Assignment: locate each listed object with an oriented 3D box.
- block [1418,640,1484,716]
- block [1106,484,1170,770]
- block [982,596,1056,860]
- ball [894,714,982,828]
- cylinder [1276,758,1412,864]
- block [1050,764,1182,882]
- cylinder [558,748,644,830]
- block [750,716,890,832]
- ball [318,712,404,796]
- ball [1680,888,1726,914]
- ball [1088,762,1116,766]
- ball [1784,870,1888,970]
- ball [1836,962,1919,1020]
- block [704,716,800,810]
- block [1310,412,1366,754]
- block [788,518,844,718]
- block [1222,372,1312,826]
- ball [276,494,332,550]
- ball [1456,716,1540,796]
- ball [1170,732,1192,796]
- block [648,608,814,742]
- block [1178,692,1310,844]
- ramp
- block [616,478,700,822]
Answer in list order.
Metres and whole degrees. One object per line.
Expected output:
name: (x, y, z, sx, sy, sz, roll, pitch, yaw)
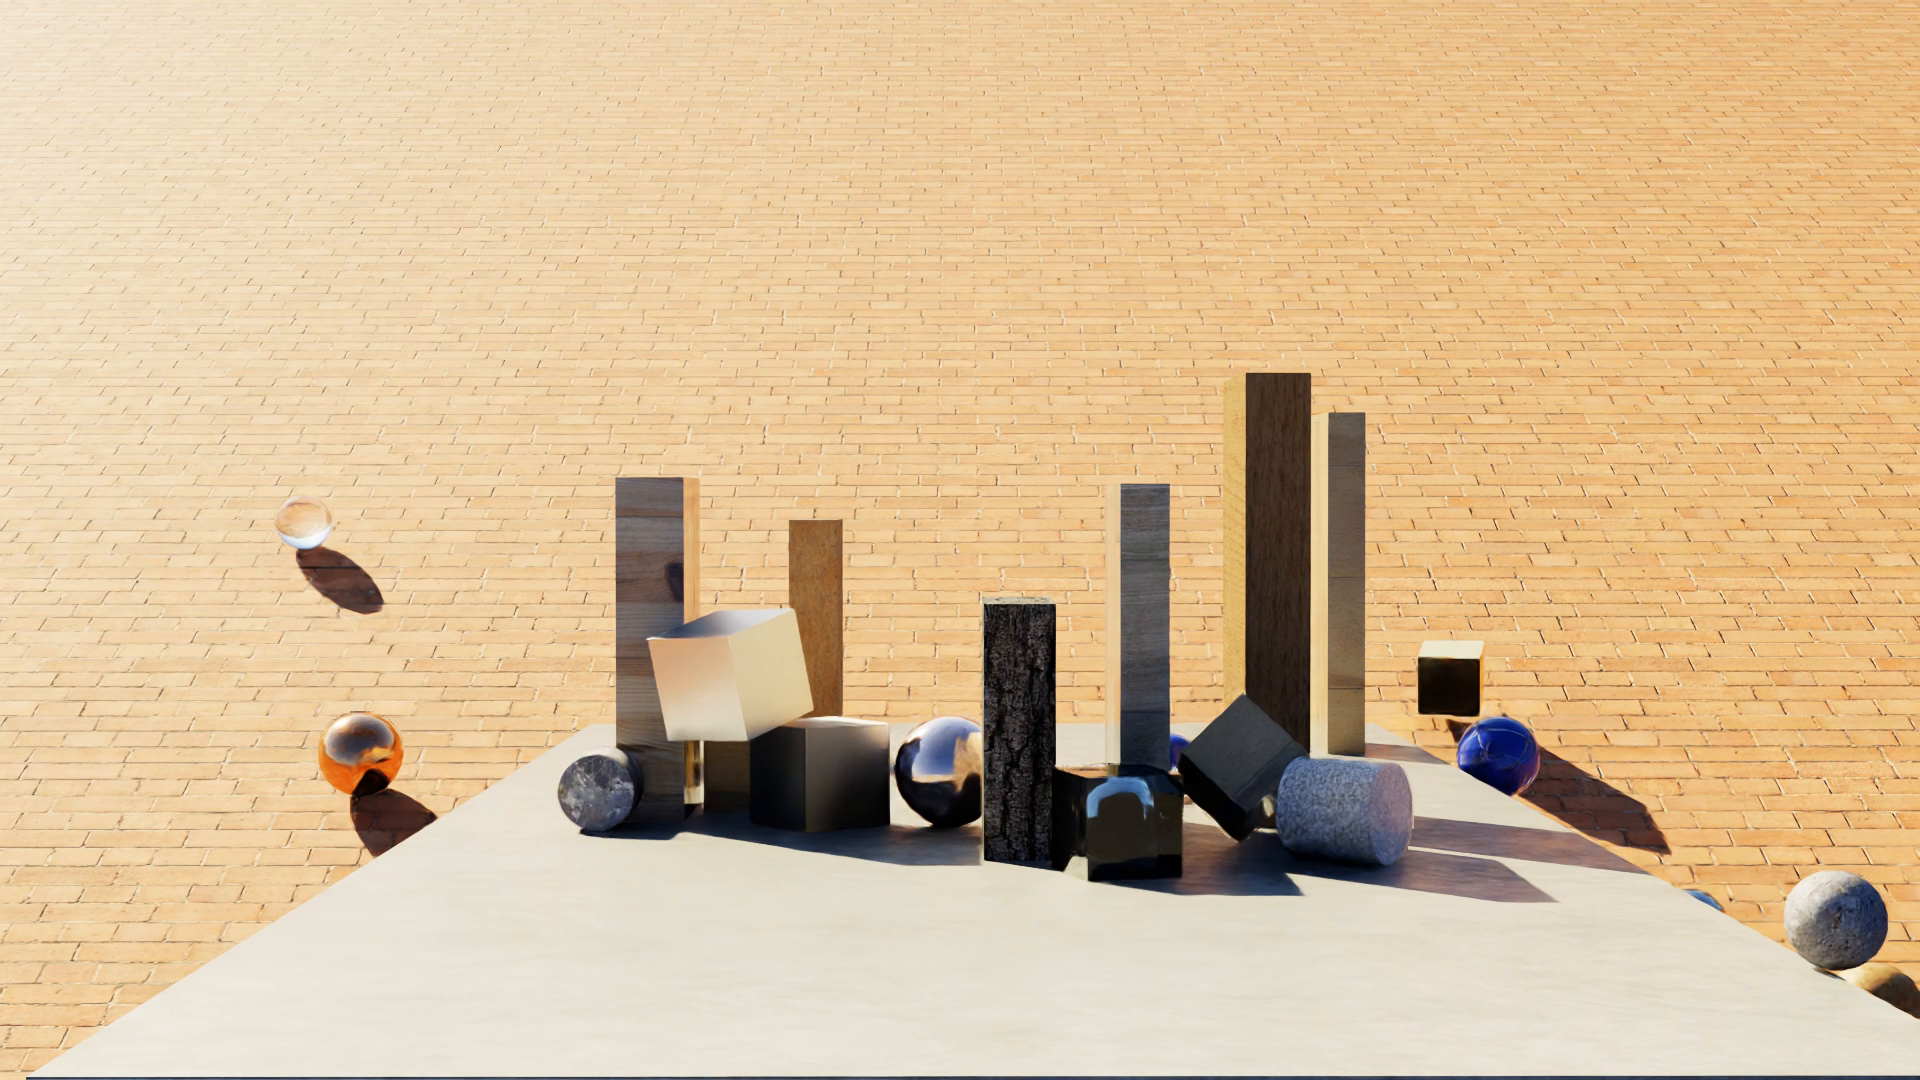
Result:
block: (1.280, 0.359, 6.719, 0.156, 0.156, 0.156, 1, 14, 15)
block: (0.302, 0.204, 4.437, 0.081, 0.602, 0.432, 0, 1, 0)
block: (0.095, 0.304, 4.264, 0.115, 0.409, 0.306, 0, 1, 0)
ball: (-0.017, 0.406, 4.537, 0.197, 0.197, 0.197, 0, 27, 0)
cylinder: (0.612, 0.430, 4.111, 0.160, 0.160, 0.160, 1, 23, 35)
block: (0.241, 0.435, 3.990, 0.156, 0.156, 0.156, 0, 1, -19)
cylinder: (-0.630, 0.437, 4.540, 0.132, 0.132, 0.132, 0, 1, 1)
block: (-0.248, 0.413, 4.579, 0.180, 0.180, 0.180, -1, 1, -37)
ball: (-1.493, 0.533, 6.430, 0.208, 0.208, 0.208, 0, 27, 0)
ball: (1.644, 0.869, 5.816, 0.170, 0.170, 0.170, 0, 27, 0)
ball: (0.229, 0.434, 4.157, 0.152, 0.152, 0.152, 0, 27, 0)
ball: (1.074, 0.466, 3.166, 0.123, 0.123, 0.123, 0, 27, 0)
ball: (1.948, 1.005, 5.509, 0.209, 0.209, 0.209, 0, 27, 0)
block: (-0.390, 0.416, 4.860, 0.165, 0.165, 0.165, 0, 1, 1)
block: (0.867, 0.095, 5.957, 0.084, 0.768, 0.328, 0, 1, 0)
block: (-0.317, 0.219, 5.710, 0.105, 0.529, 0.274, 0, 1, 0)
block: (0.558, 0.102, 4.718, 0.115, 0.797, 0.378, 0, 1, 0)
ball: (-1.937, -0.052, 7.623, 0.162, 0.162, 0.162, 0, 27, 0)
ball: (1.158, 0.466, 5.552, 0.178, 0.178, 0.178, 0, 27, 0)
ball: (0.404, 0.434, 4.971, 0.124, 0.124, 0.124, 0, 27, 0)
block: (-0.404, 0.238, 4.557, 0.186, 0.186, 0.186, -3, 12, 36)
block: (0.467, 0.380, 4.287, 0.149, 0.149, 0.149, -41, 70, -17)
ramp: (0.061, 0.553, 4.590, 2.000, 0.100, 4.000, 0, 1, 0)
block: (-0.553, 0.193, 4.746, 0.122, 0.615, 0.288, 0, 1, 0)
